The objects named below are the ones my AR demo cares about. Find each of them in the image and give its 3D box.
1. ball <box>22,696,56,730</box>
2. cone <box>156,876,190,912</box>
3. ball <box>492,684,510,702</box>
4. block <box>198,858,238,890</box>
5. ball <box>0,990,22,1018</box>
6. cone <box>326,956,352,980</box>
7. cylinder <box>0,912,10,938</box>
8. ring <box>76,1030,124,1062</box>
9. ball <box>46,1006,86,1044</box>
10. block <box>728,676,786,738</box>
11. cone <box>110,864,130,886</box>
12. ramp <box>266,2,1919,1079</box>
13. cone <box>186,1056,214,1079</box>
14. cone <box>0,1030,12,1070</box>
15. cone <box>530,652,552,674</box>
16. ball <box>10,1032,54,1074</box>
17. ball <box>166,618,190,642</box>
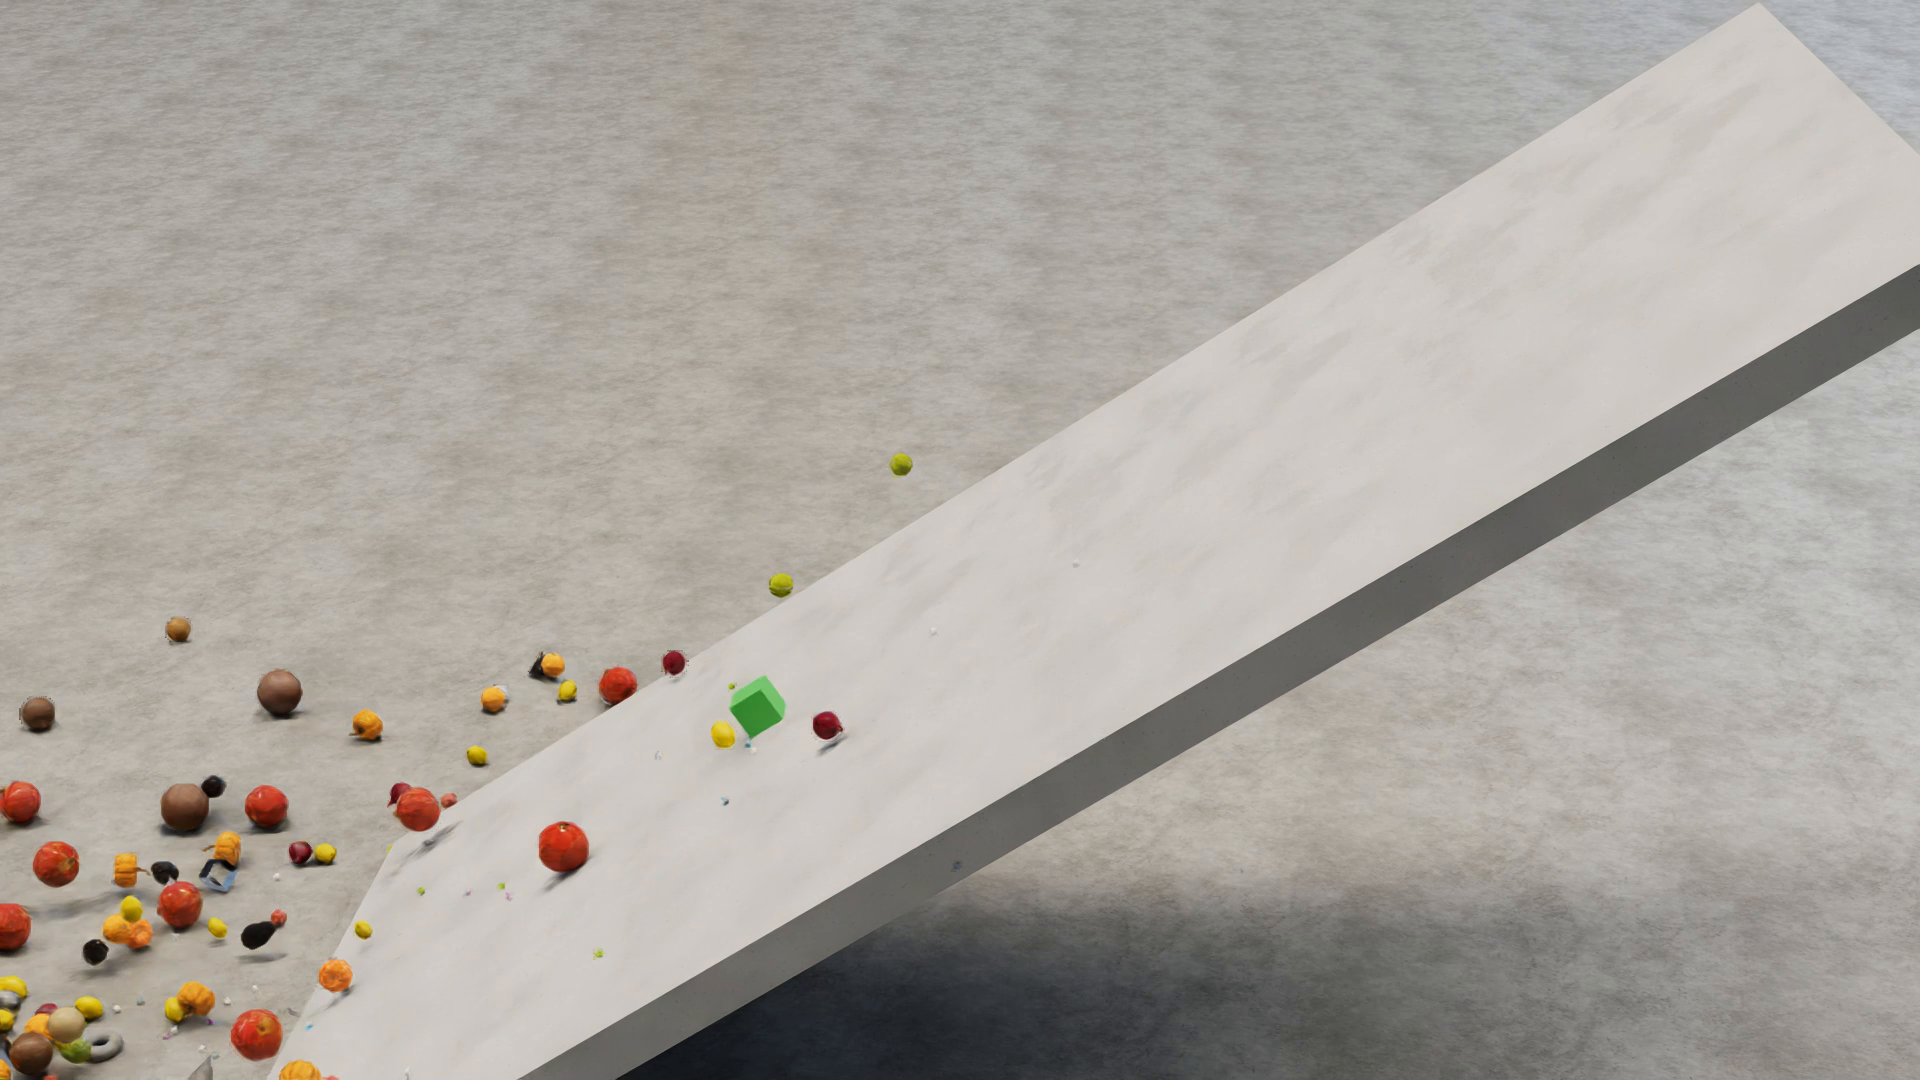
[{"bbox_3d":[-2.684,0.505,8.565,0.096,0.096,0.096,0,21,0],"label":"ball"},{"bbox_3d":[-2.022,0.897,7.546,0.082,0.082,0.082,0,21,0],"label":"cone"},{"bbox_3d":[-1.368,0.456,8.757,0.051,0.051,0.051,0,21,0],"label":"ball"},{"bbox_3d":[-1.921,0.867,7.614,0.058,0.058,0.058,-2,49,30],"label":"block"},{"bbox_3d":[-2.272,1.106,7.011,0.069,0.069,0.069,0,21,0],"label":"ball"},{"bbox_3d":[-1.459,1.011,6.946,0.055,0.055,0.055,-3,20,12],"label":"cone"},{"bbox_3d":[-2.434,0.963,7.391,0.068,0.068,0.068,-19,27,-41],"label":"cylinder"},{"bbox_3d":[-2.007,1.180,6.863,0.109,0.036,0.109,-2,24,1],"label":"ring"},{"bbox_3d":[-2.026,1.098,6.666,0.084,0.084,0.084,0,21,0],"label":"ball"},{"bbox_3d":[-0.453,0.374,6.598,0.087,0.087,0.087,-32,15,13],"label":"block"},{"bbox_3d":[-2.192,0.867,7.671,0.050,0.050,0.050,0,21,0],"label":"cone"},{"bbox_3d":[0.138,0.172,6.299,4.000,0.100,2.000,-31,16,14],"label":"ramp"},{"bbox_3d":[-1.710,1.206,6.653,0.083,0.083,0.083,15,-17,5],"label":"cone"},{"bbox_3d":[-2.232,1.164,6.820,0.097,0.097,0.097,0,21,0],"label":"cone"},{"bbox_3d":[-1.273,0.370,8.935,0.067,0.067,0.067,3,1,0],"label":"cone"},{"bbox_3d":[-2.134,1.179,6.758,0.097,0.097,0.097,0,21,0],"label":"ball"},{"bbox_3d":[-2.442,0.280,9.190,0.075,0.075,0.075,0,21,0],"label":"ball"}]
